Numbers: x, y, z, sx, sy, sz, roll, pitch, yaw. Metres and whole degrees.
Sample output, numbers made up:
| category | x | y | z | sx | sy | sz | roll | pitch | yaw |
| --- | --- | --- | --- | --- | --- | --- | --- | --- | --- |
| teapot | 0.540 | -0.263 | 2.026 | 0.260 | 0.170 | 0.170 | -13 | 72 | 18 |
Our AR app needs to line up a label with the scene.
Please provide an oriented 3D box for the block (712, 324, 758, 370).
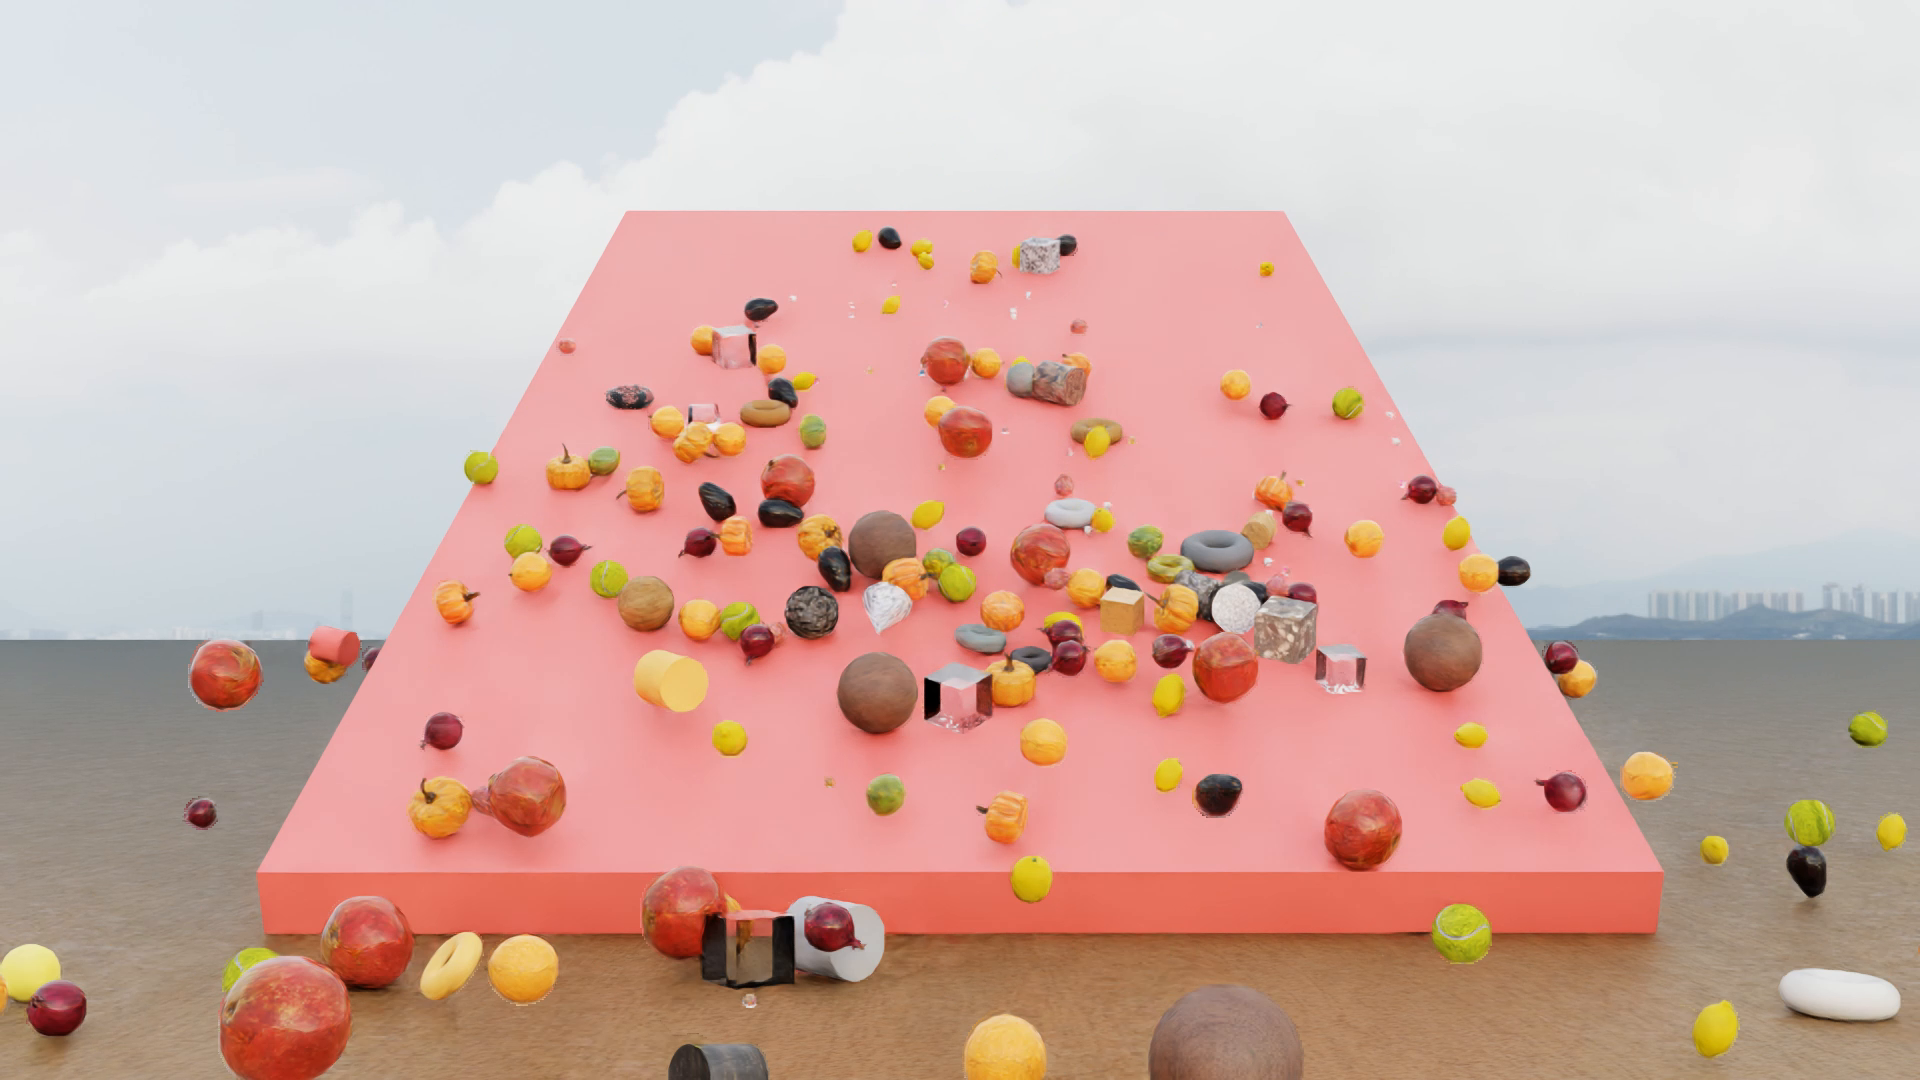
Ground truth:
| category | x | y | z | sx | sy | sz | roll | pitch | yaw |
| --- | --- | --- | --- | --- | --- | --- | --- | --- | --- |
| block | -0.541 | -0.462 | 5.495 | 0.082 | 0.082 | 0.082 | -10 | 24 | -23 |

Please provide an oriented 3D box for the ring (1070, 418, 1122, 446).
| category | x | y | z | sx | sy | sz | roll | pitch | yaw |
| --- | --- | --- | --- | --- | --- | --- | --- | --- | --- |
| ring | 0.297 | -0.235 | 4.987 | 0.117 | 0.039 | 0.117 | 1 | 21 | 0 |

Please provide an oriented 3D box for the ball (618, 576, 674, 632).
| category | x | y | z | sx | sy | sz | roll | pitch | yaw |
| --- | --- | --- | --- | --- | --- | --- | --- | --- | --- |
| ball | -0.552 | 0.111 | 4.026 | 0.100 | 0.100 | 0.100 | 0 | -2 | 0 |

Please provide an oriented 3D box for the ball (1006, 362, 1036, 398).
| category | x | y | z | sx | sy | sz | roll | pitch | yaw |
| --- | --- | --- | --- | --- | --- | --- | --- | --- | --- |
| ball | 0.145 | -0.368 | 5.262 | 0.082 | 0.082 | 0.082 | 0 | -2 | 0 |

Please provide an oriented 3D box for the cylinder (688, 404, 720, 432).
| category | x | y | z | sx | sy | sz | roll | pitch | yaw |
| --- | --- | --- | --- | --- | --- | --- | --- | --- | --- |
| cylinder | -0.562 | -0.270 | 5.035 | 0.058 | 0.058 | 0.058 | -4 | -3 | 6 |

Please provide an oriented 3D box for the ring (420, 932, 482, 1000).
| category | x | y | z | sx | sy | sz | roll | pitch | yaw |
| --- | --- | --- | --- | --- | --- | --- | --- | --- | --- |
| ring | -0.582 | 0.487 | 2.622 | 0.029 | 0.088 | 0.088 | 44 | -21 | -20 |

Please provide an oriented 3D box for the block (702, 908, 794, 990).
| category | x | y | z | sx | sy | sz | roll | pitch | yaw |
| --- | --- | --- | --- | --- | --- | --- | --- | --- | --- |
| block | -0.262 | 0.505 | 2.833 | 0.083 | 0.083 | 0.083 | 2 | -3 | -37 |

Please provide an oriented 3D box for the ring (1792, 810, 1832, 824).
| category | x | y | z | sx | sy | sz | roll | pitch | yaw |
| --- | --- | --- | --- | --- | --- | --- | --- | --- | --- |
| ring | 1.931 | 0.628 | 5.199 | 0.086 | 0.029 | 0.086 | -1 | -1 | 0 |

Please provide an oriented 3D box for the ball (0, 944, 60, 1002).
| category | x | y | z | sx | sy | sz | roll | pitch | yaw |
| --- | --- | --- | --- | --- | --- | --- | --- | --- | --- |
| ball | -1.088 | 0.506 | 2.680 | 0.067 | 0.067 | 0.067 | 0 | -2 | 0 |

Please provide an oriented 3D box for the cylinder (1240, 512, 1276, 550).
| category | x | y | z | sx | sy | sz | roll | pitch | yaw |
| --- | --- | --- | --- | --- | --- | --- | --- | --- | --- |
| cylinder | 0.576 | -0.018 | 4.414 | 0.058 | 0.058 | 0.058 | -1 | 20 | 21 |

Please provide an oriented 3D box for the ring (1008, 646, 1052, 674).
| category | x | y | z | sx | sy | sz | roll | pitch | yaw |
| --- | --- | --- | --- | --- | --- | --- | --- | --- | --- |
| ring | 0.120 | 0.204 | 3.898 | 0.075 | 0.025 | 0.075 | 1 | 22 | 0 |

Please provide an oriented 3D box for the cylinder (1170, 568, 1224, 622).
| category | x | y | z | sx | sy | sz | roll | pitch | yaw |
| --- | --- | --- | --- | --- | --- | --- | --- | --- | --- |
| cylinder | 0.424 | 0.098 | 4.090 | 0.074 | 0.074 | 0.074 | 20 | 8 | 29 |

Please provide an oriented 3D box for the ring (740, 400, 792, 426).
| category | x | y | z | sx | sy | sz | roll | pitch | yaw |
| --- | --- | --- | --- | --- | --- | --- | --- | --- | --- |
| ring | -0.434 | -0.282 | 5.104 | 0.116 | 0.039 | 0.116 | 1 | 21 | 0 |

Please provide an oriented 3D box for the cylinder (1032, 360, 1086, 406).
| category | x | y | z | sx | sy | sz | roll | pitch | yaw |
| --- | --- | --- | --- | --- | --- | --- | --- | --- | --- |
| cylinder | 0.226 | -0.358 | 5.227 | 0.090 | 0.090 | 0.090 | 17 | 8 | 36 |

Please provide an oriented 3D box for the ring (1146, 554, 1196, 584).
| category | x | y | z | sx | sy | sz | roll | pitch | yaw |
| --- | --- | --- | --- | --- | --- | --- | --- | --- | --- |
| ring | 0.392 | 0.054 | 4.270 | 0.093 | 0.031 | 0.093 | 0 | 23 | 0 |

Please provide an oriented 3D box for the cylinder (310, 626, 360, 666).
| category | x | y | z | sx | sy | sz | roll | pitch | yaw |
| --- | --- | --- | --- | --- | --- | --- | --- | --- | --- |
| cylinder | -1.239 | 0.210 | 4.539 | 0.069 | 0.069 | 0.069 | 10 | 1 | 20 |

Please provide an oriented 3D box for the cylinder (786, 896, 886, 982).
| category | x | y | z | sx | sy | sz | roll | pitch | yaw |
| --- | --- | --- | --- | --- | --- | --- | --- | --- | --- |
| cylinder | -0.160 | 0.496 | 2.856 | 0.094 | 0.094 | 0.094 | 0 | -1 | 44 |

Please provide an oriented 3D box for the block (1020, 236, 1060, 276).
| category | x | y | z | sx | sy | sz | roll | pitch | yaw |
| --- | --- | --- | --- | --- | --- | --- | --- | --- | --- |
| block | 0.220 | -0.780 | 6.301 | 0.083 | 0.083 | 0.083 | 11 | 24 | 25 |

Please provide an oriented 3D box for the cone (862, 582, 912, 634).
| category | x | y | z | sx | sy | sz | roll | pitch | yaw |
| --- | --- | --- | --- | --- | --- | --- | --- | --- | --- |
| cone | -0.134 | 0.134 | 3.927 | 0.087 | 0.087 | 0.087 | -1 | 37 | 12 |

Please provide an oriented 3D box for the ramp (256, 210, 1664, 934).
| category | x | y | z | sx | sy | sz | roll | pitch | yaw |
| --- | --- | --- | --- | --- | --- | --- | --- | --- | --- |
| ramp | -0.006 | -0.219 | 5.132 | 2.000 | 0.100 | 4.000 | 0 | 22 | 0 |

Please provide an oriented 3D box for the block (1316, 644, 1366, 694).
| category | x | y | z | sx | sy | sz | roll | pitch | yaw |
| --- | --- | --- | --- | --- | --- | --- | --- | --- | --- |
| block | 0.635 | 0.215 | 3.824 | 0.061 | 0.061 | 0.061 | -6 | 22 | -15 |

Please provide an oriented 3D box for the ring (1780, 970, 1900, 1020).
| category | x | y | z | sx | sy | sz | roll | pitch | yaw |
| --- | --- | --- | --- | --- | --- | --- | --- | --- | --- |
| ring | 0.996 | 0.515 | 2.594 | 0.129 | 0.043 | 0.129 | 4 | -1 | 0 |

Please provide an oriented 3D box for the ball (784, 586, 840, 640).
| category | x | y | z | sx | sy | sz | roll | pitch | yaw |
| --- | --- | --- | --- | --- | --- | --- | --- | --- | --- |
| ball | -0.258 | 0.126 | 3.997 | 0.095 | 0.095 | 0.095 | 0 | -2 | 0 |

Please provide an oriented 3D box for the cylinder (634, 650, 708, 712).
| category | x | y | z | sx | sy | sz | roll | pitch | yaw |
| --- | --- | --- | --- | --- | --- | --- | --- | --- | --- |
| cylinder | -0.463 | 0.226 | 3.669 | 0.087 | 0.087 | 0.087 | 2 | 5 | -37 |

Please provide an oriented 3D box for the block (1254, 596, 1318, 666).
| category | x | y | z | sx | sy | sz | roll | pitch | yaw |
| --- | --- | --- | --- | --- | --- | --- | --- | --- | --- |
| block | 0.561 | 0.155 | 3.946 | 0.082 | 0.082 | 0.082 | 12 | 24 | 27 |

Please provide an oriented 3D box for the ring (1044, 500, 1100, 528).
| category | x | y | z | sx | sy | sz | roll | pitch | yaw |
| --- | --- | --- | --- | --- | --- | --- | --- | --- | --- |
| ring | 0.221 | -0.052 | 4.530 | 0.108 | 0.036 | 0.108 | 1 | 21 | 0 |

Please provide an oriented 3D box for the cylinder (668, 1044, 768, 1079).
| category | x | y | z | sx | sy | sz | roll | pitch | yaw |
| --- | --- | --- | --- | --- | --- | --- | --- | --- | --- |
| cylinder | -0.213 | 0.475 | 2.013 | 0.063 | 0.063 | 0.063 | 11 | -9 | -42 |

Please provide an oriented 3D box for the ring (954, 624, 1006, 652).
| category | x | y | z | sx | sy | sz | roll | pitch | yaw |
| --- | --- | --- | --- | --- | --- | --- | --- | --- | --- |
| ring | 0.036 | 0.170 | 3.960 | 0.092 | 0.031 | 0.092 | 10 | 14 | -3 |

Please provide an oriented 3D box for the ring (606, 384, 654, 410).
| category | x | y | z | sx | sy | sz | roll | pitch | yaw |
| --- | --- | --- | --- | --- | --- | --- | --- | --- | --- |
| ring | -0.750 | -0.325 | 5.213 | 0.109 | 0.036 | 0.109 | 1 | 21 | 0 |

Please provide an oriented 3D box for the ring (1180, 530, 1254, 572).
| category | x | y | z | sx | sy | sz | roll | pitch | yaw |
| --- | --- | --- | --- | --- | --- | --- | --- | --- | --- |
| ring | 0.485 | 0.021 | 4.331 | 0.141 | 0.047 | 0.141 | -1 | 21 | 0 |

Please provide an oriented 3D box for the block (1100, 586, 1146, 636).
| category | x | y | z | sx | sy | sz | roll | pitch | yaw |
| --- | --- | --- | --- | --- | --- | --- | --- | --- | --- |
| block | 0.288 | 0.126 | 4.047 | 0.060 | 0.060 | 0.060 | 9 | 23 | 22 |

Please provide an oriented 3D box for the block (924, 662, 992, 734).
| category | x | y | z | sx | sy | sz | roll | pitch | yaw |
| --- | --- | --- | --- | --- | --- | --- | --- | --- | --- |
| block | -0.003 | 0.254 | 3.697 | 0.078 | 0.078 | 0.078 | 16 | 27 | 35 |

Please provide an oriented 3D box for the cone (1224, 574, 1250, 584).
| category | x | y | z | sx | sy | sz | roll | pitch | yaw |
| --- | --- | --- | --- | --- | --- | --- | --- | --- | --- |
| cone | 0.512 | 0.085 | 4.199 | 0.055 | 0.055 | 0.055 | -1 | 6 | 20 |
